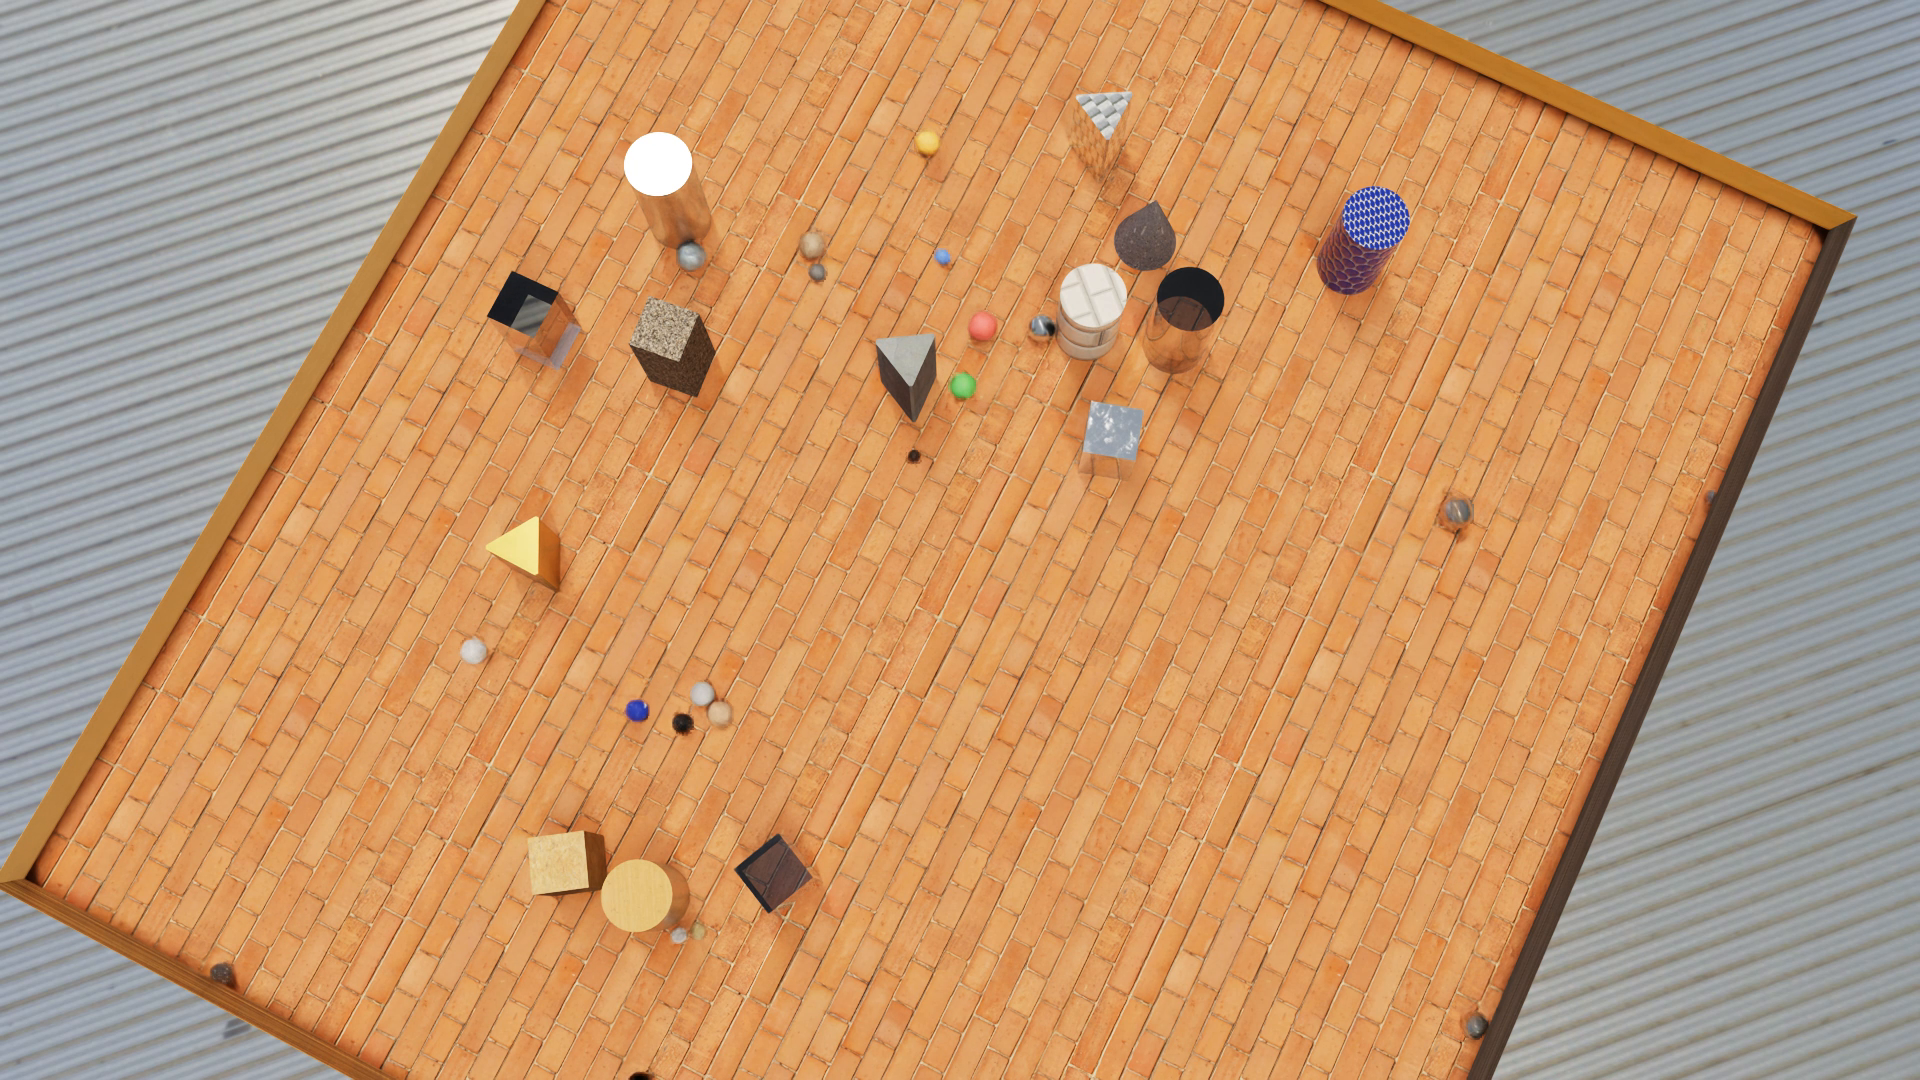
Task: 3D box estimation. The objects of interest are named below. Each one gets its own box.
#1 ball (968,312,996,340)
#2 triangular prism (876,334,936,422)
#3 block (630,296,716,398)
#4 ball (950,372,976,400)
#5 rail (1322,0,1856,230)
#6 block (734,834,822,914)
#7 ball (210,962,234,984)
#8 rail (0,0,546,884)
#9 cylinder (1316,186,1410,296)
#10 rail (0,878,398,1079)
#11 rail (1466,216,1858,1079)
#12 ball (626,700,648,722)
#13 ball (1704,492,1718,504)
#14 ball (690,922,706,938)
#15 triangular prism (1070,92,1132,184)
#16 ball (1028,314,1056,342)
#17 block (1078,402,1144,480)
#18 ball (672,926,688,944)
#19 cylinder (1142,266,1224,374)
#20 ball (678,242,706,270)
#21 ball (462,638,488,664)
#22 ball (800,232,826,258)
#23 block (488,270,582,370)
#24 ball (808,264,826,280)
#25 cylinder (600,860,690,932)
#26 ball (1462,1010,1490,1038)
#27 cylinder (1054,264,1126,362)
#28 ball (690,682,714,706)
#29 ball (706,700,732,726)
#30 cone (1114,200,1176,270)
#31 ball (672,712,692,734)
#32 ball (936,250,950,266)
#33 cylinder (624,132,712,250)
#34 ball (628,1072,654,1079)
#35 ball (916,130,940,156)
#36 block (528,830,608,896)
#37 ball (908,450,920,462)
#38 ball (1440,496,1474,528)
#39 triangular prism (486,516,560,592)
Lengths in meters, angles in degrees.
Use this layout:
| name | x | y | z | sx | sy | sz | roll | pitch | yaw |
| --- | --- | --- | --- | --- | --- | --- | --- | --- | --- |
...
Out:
| name | x | y | z | sx | sy | sz | roll | pitch | yaw |
| --- | --- | --- | --- | --- | --- | --- | --- | --- | --- |
| ball | 0.069 | -0.665 | 5.709 | 0.088 | 0.088 | 0.088 | 0 | 78 | 0 |
| triangular prism | -0.134 | -0.515 | 5.520 | 0.148 | 0.399 | 0.171 | -36 | 81 | -7 |
| block | -0.866 | -0.580 | 5.544 | 0.158 | 0.377 | 0.158 | 20 | 79 | 4 |
| ball | 0.011 | -0.477 | 5.674 | 0.081 | 0.081 | 0.081 | 0 | 78 | 0 |
| rail | 0.956 | -1.866 | 5.936 | 4.080 | 0.128 | 0.045 | 26 | 80 | 5 |
| block | -0.519 | 0.960 | 5.255 | 0.158 | 0.319 | 0.158 | -39 | 81 | -7 |
| ball | -2.146 | 1.259 | 5.323 | 0.064 | 0.064 | 0.064 | 0 | 78 | 0 |
| rail | -1.803 | -0.876 | 5.731 | 0.045 | 0.128 | 4.325 | 26 | 80 | 5 |
| cylinder | 1.227 | -0.909 | 5.600 | 0.198 | 0.401 | 0.198 | 0 | 78 | 0 |
| rail | -0.956 | 1.880 | 5.161 | 4.080 | 0.128 | 0.045 | 26 | 80 | 5 |
| rail | 1.803 | 0.890 | 5.366 | 0.045 | 0.128 | 4.325 | 26 | 80 | 5 |
| ball | -0.966 | 0.510 | 5.477 | 0.068 | 0.068 | 0.068 | 0 | 78 | 0 |
| ball | 2.306 | -0.129 | 5.622 | 0.042 | 0.042 | 0.042 | 0 | 78 | 0 |
| ball | -0.765 | 1.141 | 5.357 | 0.045 | 0.045 | 0.045 | 0 | 78 | 0 |
| triangular prism | 0.460 | -1.281 | 5.708 | 0.148 | 0.340 | 0.171 | -33 | 80 | -6 |
| ball | 0.253 | -0.661 | 5.709 | 0.087 | 0.087 | 0.087 | 0 | 78 | 0 |
| block | 0.454 | -0.298 | 5.548 | 0.158 | 0.255 | 0.158 | 10 | 78 | 2 |
| ball | -0.820 | 1.154 | 5.354 | 0.047 | 0.047 | 0.047 | 0 | 78 | 0 |
| cylinder | 0.671 | -0.658 | 5.536 | 0.198 | 0.425 | 0.198 | 0 | 78 | 0 |
| ball | -0.842 | -0.891 | 5.756 | 0.089 | 0.089 | 0.089 | 0 | 78 | 0 |
| ball | -1.460 | 0.335 | 5.509 | 0.076 | 0.076 | 0.076 | 0 | 78 | 0 |
| ball | -0.464 | -0.930 | 5.766 | 0.084 | 0.084 | 0.084 | 0 | 78 | 0 |
| block | -1.293 | -0.664 | 5.584 | 0.158 | 0.332 | 0.158 | 25 | 79 | 5 |
| ball | -0.449 | -0.843 | 5.763 | 0.054 | 0.054 | 0.054 | 0 | 78 | 0 |
| cylinder | -0.894 | 1.017 | 5.232 | 0.198 | 0.340 | 0.198 | 0 | 78 | 0 |
| ball | 1.488 | 1.398 | 5.289 | 0.075 | 0.075 | 0.075 | 0 | 78 | 0 |
| cylinder | 0.395 | -0.690 | 5.588 | 0.198 | 0.336 | 0.198 | 0 | 78 | 0 |
| ball | -0.771 | 0.461 | 5.483 | 0.074 | 0.074 | 0.074 | 0 | 78 | 0 |
| ball | -0.717 | 0.518 | 5.470 | 0.077 | 0.077 | 0.077 | 0 | 78 | 0 |
| cone | 0.587 | -0.982 | 5.644 | 0.198 | 0.345 | 0.198 | 0 | 78 | 0 |
| ball | -0.829 | 0.547 | 5.471 | 0.063 | 0.063 | 0.063 | 0 | 78 | 0 |
| ball | -0.054 | -0.891 | 5.776 | 0.048 | 0.048 | 0.048 | 0 | 78 | 0 |
| cylinder | -0.888 | -1.062 | 5.610 | 0.198 | 0.443 | 0.198 | 0 | 78 | 0 |
| ball | -0.917 | 1.567 | 5.249 | 0.084 | 0.084 | 0.084 | 0 | 78 | 0 |
| ball | -0.101 | -1.266 | 5.840 | 0.077 | 0.077 | 0.077 | 0 | 78 | 0 |
| block | -1.125 | 0.933 | 5.273 | 0.158 | 0.295 | 0.158 | -7 | 78 | -2 |
| ball | -0.142 | -0.257 | 5.649 | 0.040 | 0.040 | 0.040 | 0 | 78 | 0 |
| ball | 1.512 | -0.084 | 5.583 | 0.099 | 0.099 | 0.099 | 0 | 78 | 0 |
| triangular prism | -1.264 | 0.027 | 5.459 | 0.171 | 0.298 | 0.148 | 28 | 80 | 5 |
